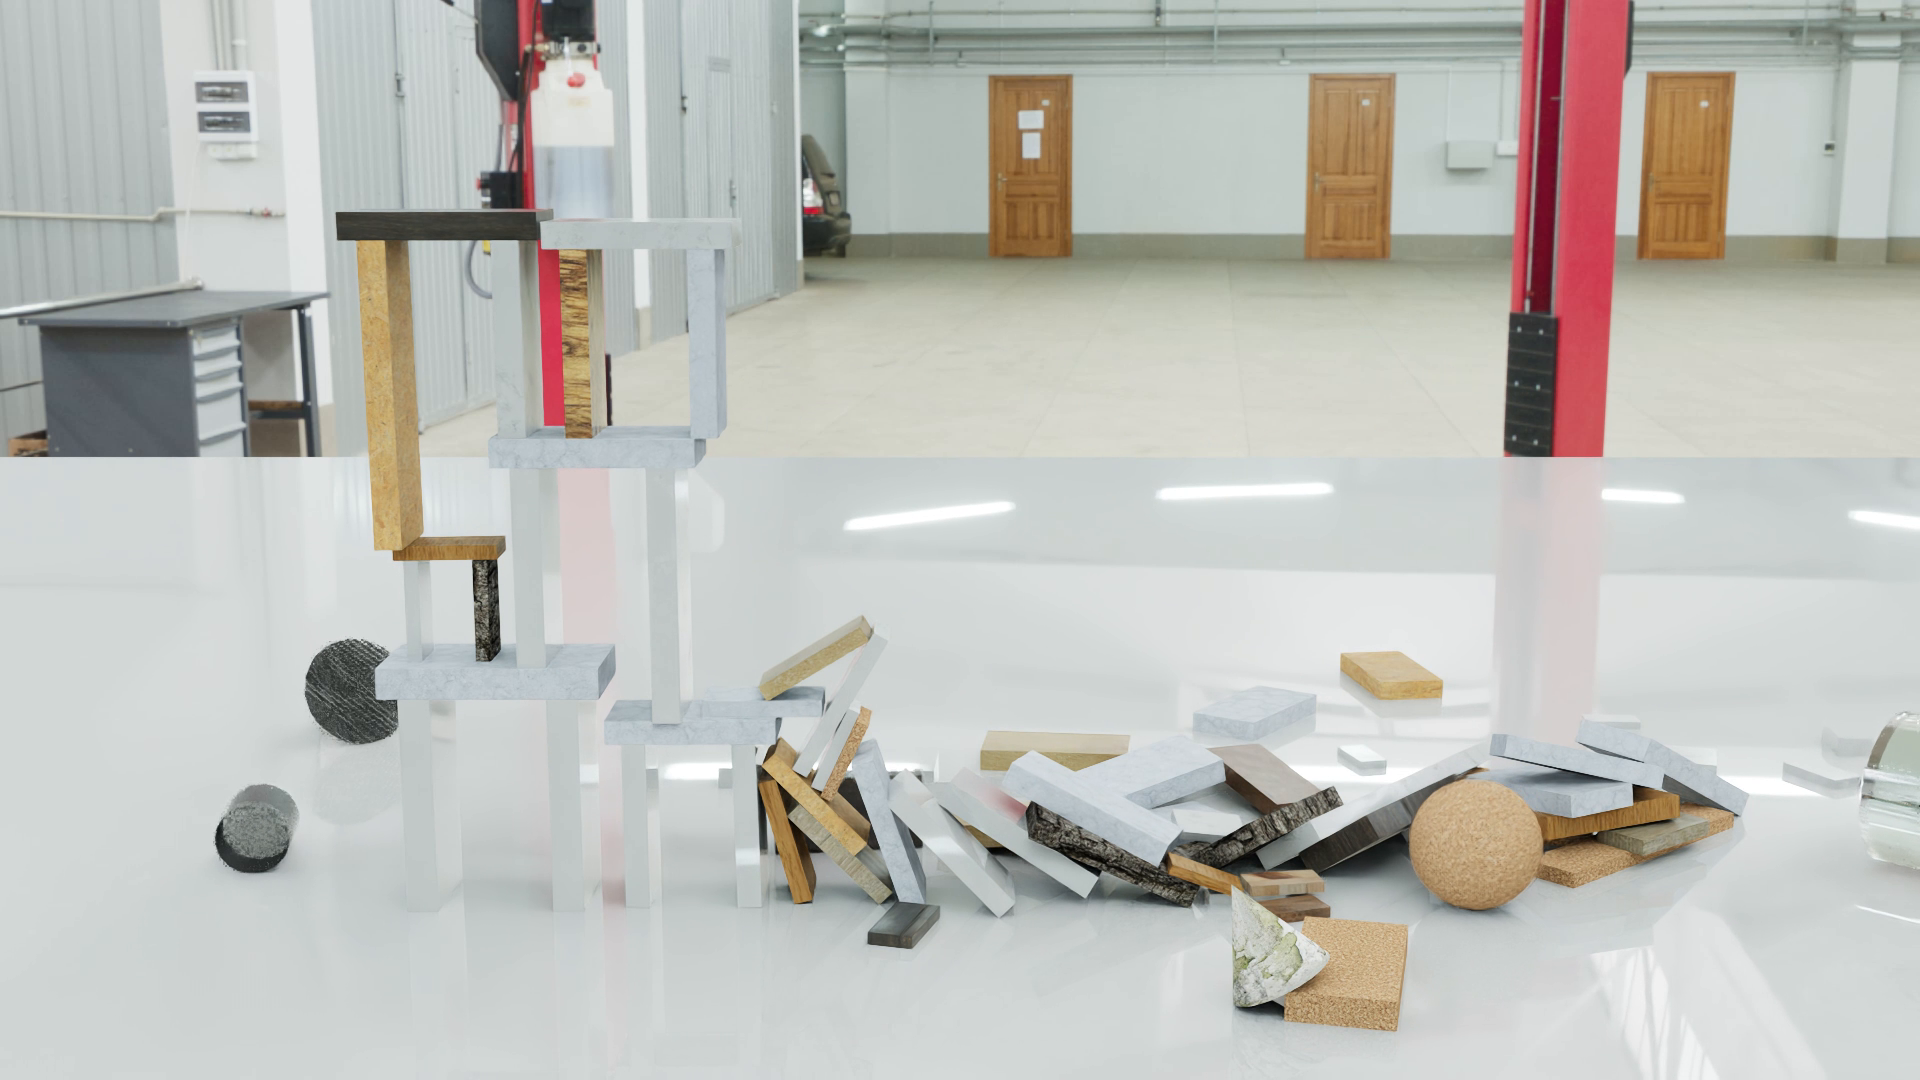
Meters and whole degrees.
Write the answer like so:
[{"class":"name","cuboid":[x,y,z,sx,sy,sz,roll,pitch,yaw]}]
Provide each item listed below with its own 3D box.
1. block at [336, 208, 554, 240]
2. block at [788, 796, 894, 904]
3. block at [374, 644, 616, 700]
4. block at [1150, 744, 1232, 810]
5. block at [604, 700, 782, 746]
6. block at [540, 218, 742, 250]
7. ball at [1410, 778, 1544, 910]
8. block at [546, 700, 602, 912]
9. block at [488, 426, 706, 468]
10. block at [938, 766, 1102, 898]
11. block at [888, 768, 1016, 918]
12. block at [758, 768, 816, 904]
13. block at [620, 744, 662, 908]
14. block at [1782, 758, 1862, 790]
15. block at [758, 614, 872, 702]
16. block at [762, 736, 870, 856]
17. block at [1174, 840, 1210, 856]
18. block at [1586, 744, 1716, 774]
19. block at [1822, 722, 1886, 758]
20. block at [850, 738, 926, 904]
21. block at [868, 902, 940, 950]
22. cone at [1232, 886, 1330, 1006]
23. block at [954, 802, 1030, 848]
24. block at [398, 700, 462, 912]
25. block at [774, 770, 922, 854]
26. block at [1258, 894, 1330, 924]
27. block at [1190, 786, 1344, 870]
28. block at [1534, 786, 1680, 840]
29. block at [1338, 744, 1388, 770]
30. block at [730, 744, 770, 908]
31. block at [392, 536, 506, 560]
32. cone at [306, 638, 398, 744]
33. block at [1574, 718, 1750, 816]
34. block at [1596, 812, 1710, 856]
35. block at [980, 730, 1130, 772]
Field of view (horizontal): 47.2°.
[{"class":"block","cuboid":[-0.809,-0.499,3.471,0.309,0.044,0.154,0,11,0]},{"class":"block","cuboid":[-0.197,0.505,3.653,0.030,0.213,0.107,-44,7,8]},{"class":"block","cuboid":[-0.756,0.214,3.601,0.356,0.050,0.178,0,11,0]},{"class":"block","cuboid":[0.418,0.458,4.259,0.310,0.044,0.155,-9,14,-40]},{"class":"block","cuboid":[-0.436,0.299,3.615,0.276,0.039,0.138,0,11,0]},{"class":"block","cuboid":[-0.500,-0.484,3.469,0.295,0.042,0.148,0,11,0]},{"class":"ball","cuboid":[0.844,0.496,3.595,0.211,0.211,0.211,0,11,0]},{"class":"block","cuboid":[-0.637,0.414,3.638,0.050,0.356,0.178,0,11,0]},{"class":"block","cuboid":[-0.578,-0.150,3.529,0.323,0.046,0.162,0,11,0]},{"class":"block","cuboid":[0.106,0.487,3.685,0.290,0.041,0.145,32,9,6]},{"class":"block","cuboid":[-0.013,0.494,3.599,0.037,0.261,0.131,-43,8,7]},{"class":"block","cuboid":[-0.286,0.485,3.651,0.030,0.213,0.107,-15,10,3]},{"class":"block","cuboid":[-0.527,0.454,3.644,0.039,0.276,0.138,0,11,0]},{"class":"block","cuboid":[1.692,0.460,4.319,0.068,0.019,0.136,-5,11,-23]},{"class":"block","cuboid":[-0.236,0.192,3.593,0.194,0.027,0.097,-31,9,5]},{"class":"block","cuboid":[-0.236,0.423,3.637,0.030,0.213,0.107,-44,7,7]},{"class":"block","cuboid":[0.397,0.551,3.832,0.125,0.018,0.063,-8,13,-38]},{"class":"block","cuboid":[1.378,0.439,4.386,0.246,0.035,0.123,3,11,18]},{"class":"block","cuboid":[1.926,0.413,4.519,0.262,0.037,0.131,2,11,9]},{"class":"block","cuboid":[-0.116,0.468,3.616,0.037,0.261,0.131,-19,10,3]},{"class":"block","cuboid":[-0.088,0.612,3.496,0.073,0.021,0.146,3,11,16]},{"class":"cone","cuboid":[0.431,0.569,3.198,0.157,0.157,0.157,-28,3,1]},{"class":"block","cuboid":[0.121,0.503,3.905,0.290,0.041,0.145,-5,8,23]},{"class":"block","cuboid":[-0.875,0.414,3.638,0.050,0.356,0.178,0,11,0]},{"class":"block","cuboid":[-0.199,0.481,3.894,0.261,0.131,0.037,-1,6,-8]},{"class":"block","cuboid":[0.529,0.600,3.565,0.126,0.018,0.063,-4,11,-20]},{"class":"block","cuboid":[0.531,0.505,3.806,0.288,0.041,0.144,-13,-20,-49]},{"class":"block","cuboid":[1.114,0.479,3.888,0.275,0.039,0.138,-6,5,-20]},{"class":"block","cuboid":[0.812,0.438,4.442,0.057,0.016,0.113,-3,11,-14]},{"class":"block","cuboid":[-0.347,0.454,3.644,0.039,0.276,0.138,-1,11,0]},{"class":"block","cuboid":[-0.828,0.013,3.567,0.166,0.024,0.083,-1,11,-2]},{"class":"cone","cuboid":[-1.320,0.351,4.679,0.226,0.226,0.226,-8,-13,-38]},{"class":"block","cuboid":[1.299,0.421,4.065,0.316,0.045,0.158,27,-6,-33]},{"class":"block","cuboid":[1.220,0.512,3.868,0.191,0.027,0.095,-8,13,-36]},{"class":"block","cuboid":[0.194,0.428,4.430,0.292,0.041,0.146,1,11,7]}]
